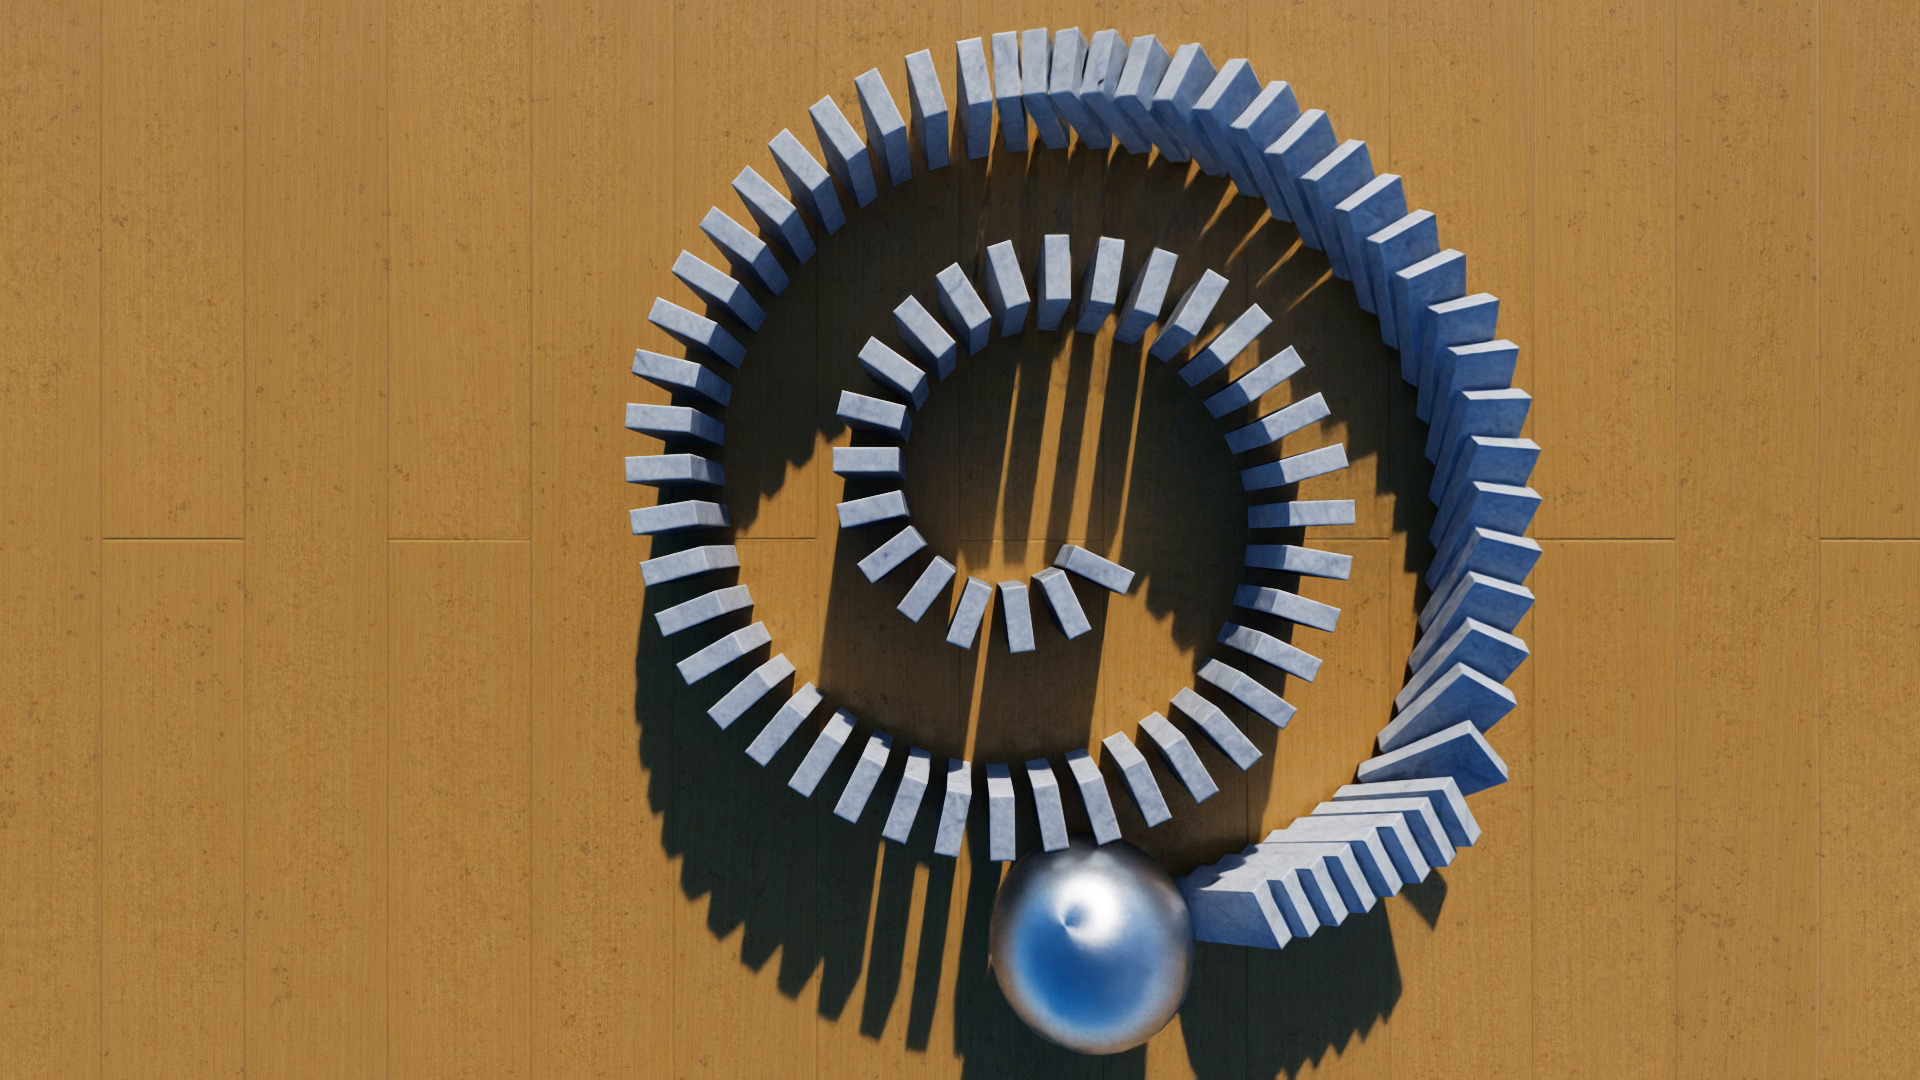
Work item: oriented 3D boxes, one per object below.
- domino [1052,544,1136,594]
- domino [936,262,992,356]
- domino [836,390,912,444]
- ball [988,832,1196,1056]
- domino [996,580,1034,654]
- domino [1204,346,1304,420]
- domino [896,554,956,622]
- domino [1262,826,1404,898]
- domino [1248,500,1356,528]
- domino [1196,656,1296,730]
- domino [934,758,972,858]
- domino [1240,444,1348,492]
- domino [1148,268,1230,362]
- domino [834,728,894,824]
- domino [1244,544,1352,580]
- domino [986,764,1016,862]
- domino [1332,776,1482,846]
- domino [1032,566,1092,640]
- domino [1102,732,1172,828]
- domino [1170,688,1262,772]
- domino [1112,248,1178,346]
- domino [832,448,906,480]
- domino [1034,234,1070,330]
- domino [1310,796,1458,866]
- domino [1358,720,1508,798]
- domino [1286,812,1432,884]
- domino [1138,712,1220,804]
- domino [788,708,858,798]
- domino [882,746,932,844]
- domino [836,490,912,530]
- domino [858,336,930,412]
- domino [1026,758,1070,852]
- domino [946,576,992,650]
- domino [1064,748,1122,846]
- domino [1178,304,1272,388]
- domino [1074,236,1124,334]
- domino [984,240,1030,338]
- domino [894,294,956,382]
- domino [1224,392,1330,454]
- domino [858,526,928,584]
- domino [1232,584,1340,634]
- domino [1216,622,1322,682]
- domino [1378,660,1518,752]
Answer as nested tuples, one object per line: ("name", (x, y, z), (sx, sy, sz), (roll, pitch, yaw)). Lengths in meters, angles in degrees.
("domino", (0.054, 0.012, 0.375), (0.025, 0.050, 0.009), (25, 90, 0))
("domino", (0.001, -0.093, 0.375), (0.010, 0.050, 0.025), (-33, 90, 0))
("domino", (-0.034, -0.050, 0.375), (0.025, 0.050, 0.010), (14, 90, 0))
("ball", (0.051, 0.157, 0.360), (0.080, 0.080, 0.080), (0, 90, 0))
("domino", (0.022, 0.030, 0.375), (0.010, 0.050, 0.025), (-8, 90, 0))
("domino", (0.119, -0.063, 0.375), (0.025, 0.050, 0.010), (-34, 90, 0))
("domino", (-0.013, 0.019, 0.375), (0.010, 0.050, 0.025), (37, 90, 0))
("domino", (0.152, 0.132, 0.377), (0.010, 0.050, 0.025), (-28, 90, -37))
("domino", (0.138, -0.010, 0.375), (0.025, 0.050, 0.009), (-2, 90, 0))
("domino", (0.116, 0.062, 0.375), (0.025, 0.050, 0.009), (34, 90, 0))
("domino", (-0.003, 0.108, 0.375), (0.010, 0.050, 0.025), (12, 90, 0))
("domino", (0.135, -0.029, 0.375), (0.025, 0.050, 0.010), (-16, 90, 0))
("domino", (0.092, -0.091, 0.375), (0.009, 0.050, 0.025), (31, 90, 0))
("domino", (-0.039, 0.095, 0.375), (0.010, 0.050, 0.025), (27, 90, 0))
("domino", (0.137, 0.009, 0.375), (0.025, 0.050, 0.010), (10, 90, 0))
("domino", (0.016, 0.110, 0.375), (0.010, 0.050, 0.025), (-1, 90, 0))
("domino", (0.183, 0.113, 0.377), (0.010, 0.050, 0.025), (-28, 90, -37))
("domino", (0.041, 0.025, 0.375), (0.010, 0.050, 0.025), (-25, 90, 0))
("domino", (0.072, 0.097, 0.375), (0.010, 0.050, 0.025), (-24, 90, 0))
("domino", (0.104, 0.076, 0.375), (0.009, 0.050, 0.025), (-43, 90, 0))
("domino", (0.075, -0.098, 0.375), (0.009, 0.050, 0.025), (18, 90, 0))
("domino", (-0.036, -0.031, 0.375), (0.025, 0.050, 0.010), (0, 90, 0))
("domino", (0.037, -0.104, 0.375), (0.009, 0.050, 0.025), (-1, 90, 0))
("domino", (0.173, 0.120, 0.377), (0.010, 0.050, 0.025), (-28, 91, -37))
("domino", (0.196, 0.097, 0.381), (0.050, 0.010, 0.025), (-38, 92, 36))
("domino", (0.163, 0.127, 0.377), (0.010, 0.050, 0.025), (-28, 90, -37))
("domino", (0.088, 0.088, 0.375), (0.009, 0.050, 0.025), (-32, 90, 0))
("domino", (-0.055, 0.086, 0.375), (0.009, 0.050, 0.025), (33, 90, 0))
("domino", (-0.021, 0.103, 0.375), (0.010, 0.050, 0.025), (20, 90, 0))
("domino", (-0.034, -0.012, 0.375), (0.025, 0.050, 0.010), (-13, 90, 0))
("domino", (-0.026, -0.067, 0.375), (0.025, 0.050, 0.010), (35, 90, 0))
("domino", (0.035, 0.107, 0.374), (0.010, 0.050, 0.025), (-10, 87, 0))
("domino", (0.004, 0.029, 0.375), (0.009, 0.050, 0.025), (21, 90, 0))
("domino", (0.054, 0.103, 0.375), (0.009, 0.050, 0.025), (-18, 90, 0))
("domino", (0.107, -0.078, 0.375), (0.025, 0.050, 0.010), (-43, 90, 0))
("domino", (0.056, -0.103, 0.375), (0.009, 0.050, 0.025), (9, 90, 0))
("domino", (0.019, -0.101, 0.375), (0.009, 0.050, 0.025), (-18, 90, 0))
("domino", (-0.014, -0.081, 0.375), (0.009, 0.050, 0.025), (-43, 90, 0))
("domino", (0.128, -0.047, 0.375), (0.025, 0.050, 0.009), (-26, 90, 0))
("domino", (-0.026, 0.006, 0.375), (0.025, 0.050, 0.010), (-36, 90, 0))
("domino", (0.132, 0.027, 0.375), (0.025, 0.050, 0.009), (18, 90, 0))
("domino", (0.125, 0.045, 0.375), (0.025, 0.050, 0.010), (25, 90, 0))
("domino", (0.202, 0.075, 0.383), (0.025, 0.009, 0.050), (30, 123, 0))
